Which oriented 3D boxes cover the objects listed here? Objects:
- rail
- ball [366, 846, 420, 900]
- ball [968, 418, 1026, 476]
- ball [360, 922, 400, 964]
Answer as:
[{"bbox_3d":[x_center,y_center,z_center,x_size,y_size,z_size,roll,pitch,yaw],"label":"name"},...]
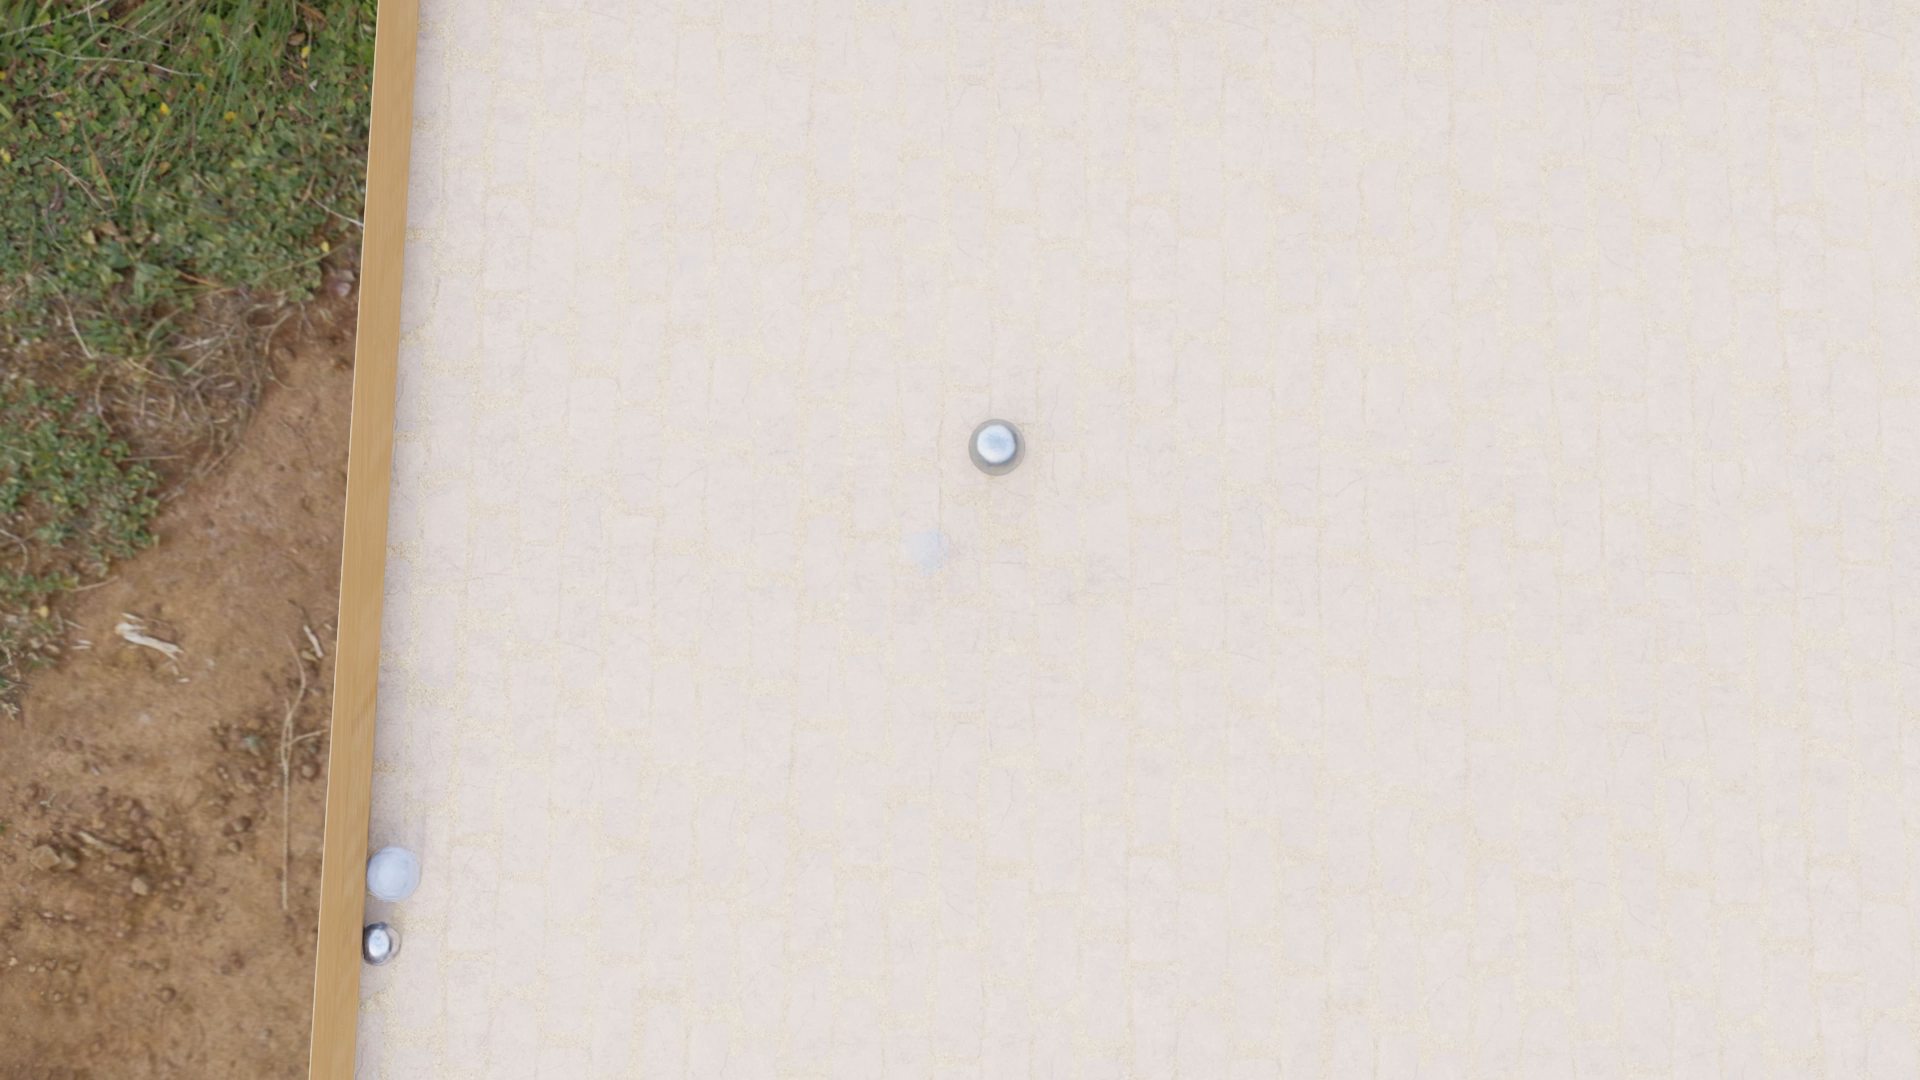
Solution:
[{"bbox_3d":[-0.871,-0.017,3.257,0.045,0.124,2.121,1,80,0],"label":"rail"},{"bbox_3d":[-0.824,0.483,3.195,0.077,0.077,0.077,0,80,0],"label":"ball"},{"bbox_3d":[0.055,-0.139,3.299,0.086,0.086,0.086,0,80,0],"label":"ball"},{"bbox_3d":[-0.842,0.584,3.186,0.060,0.060,0.060,0,80,0],"label":"ball"}]
